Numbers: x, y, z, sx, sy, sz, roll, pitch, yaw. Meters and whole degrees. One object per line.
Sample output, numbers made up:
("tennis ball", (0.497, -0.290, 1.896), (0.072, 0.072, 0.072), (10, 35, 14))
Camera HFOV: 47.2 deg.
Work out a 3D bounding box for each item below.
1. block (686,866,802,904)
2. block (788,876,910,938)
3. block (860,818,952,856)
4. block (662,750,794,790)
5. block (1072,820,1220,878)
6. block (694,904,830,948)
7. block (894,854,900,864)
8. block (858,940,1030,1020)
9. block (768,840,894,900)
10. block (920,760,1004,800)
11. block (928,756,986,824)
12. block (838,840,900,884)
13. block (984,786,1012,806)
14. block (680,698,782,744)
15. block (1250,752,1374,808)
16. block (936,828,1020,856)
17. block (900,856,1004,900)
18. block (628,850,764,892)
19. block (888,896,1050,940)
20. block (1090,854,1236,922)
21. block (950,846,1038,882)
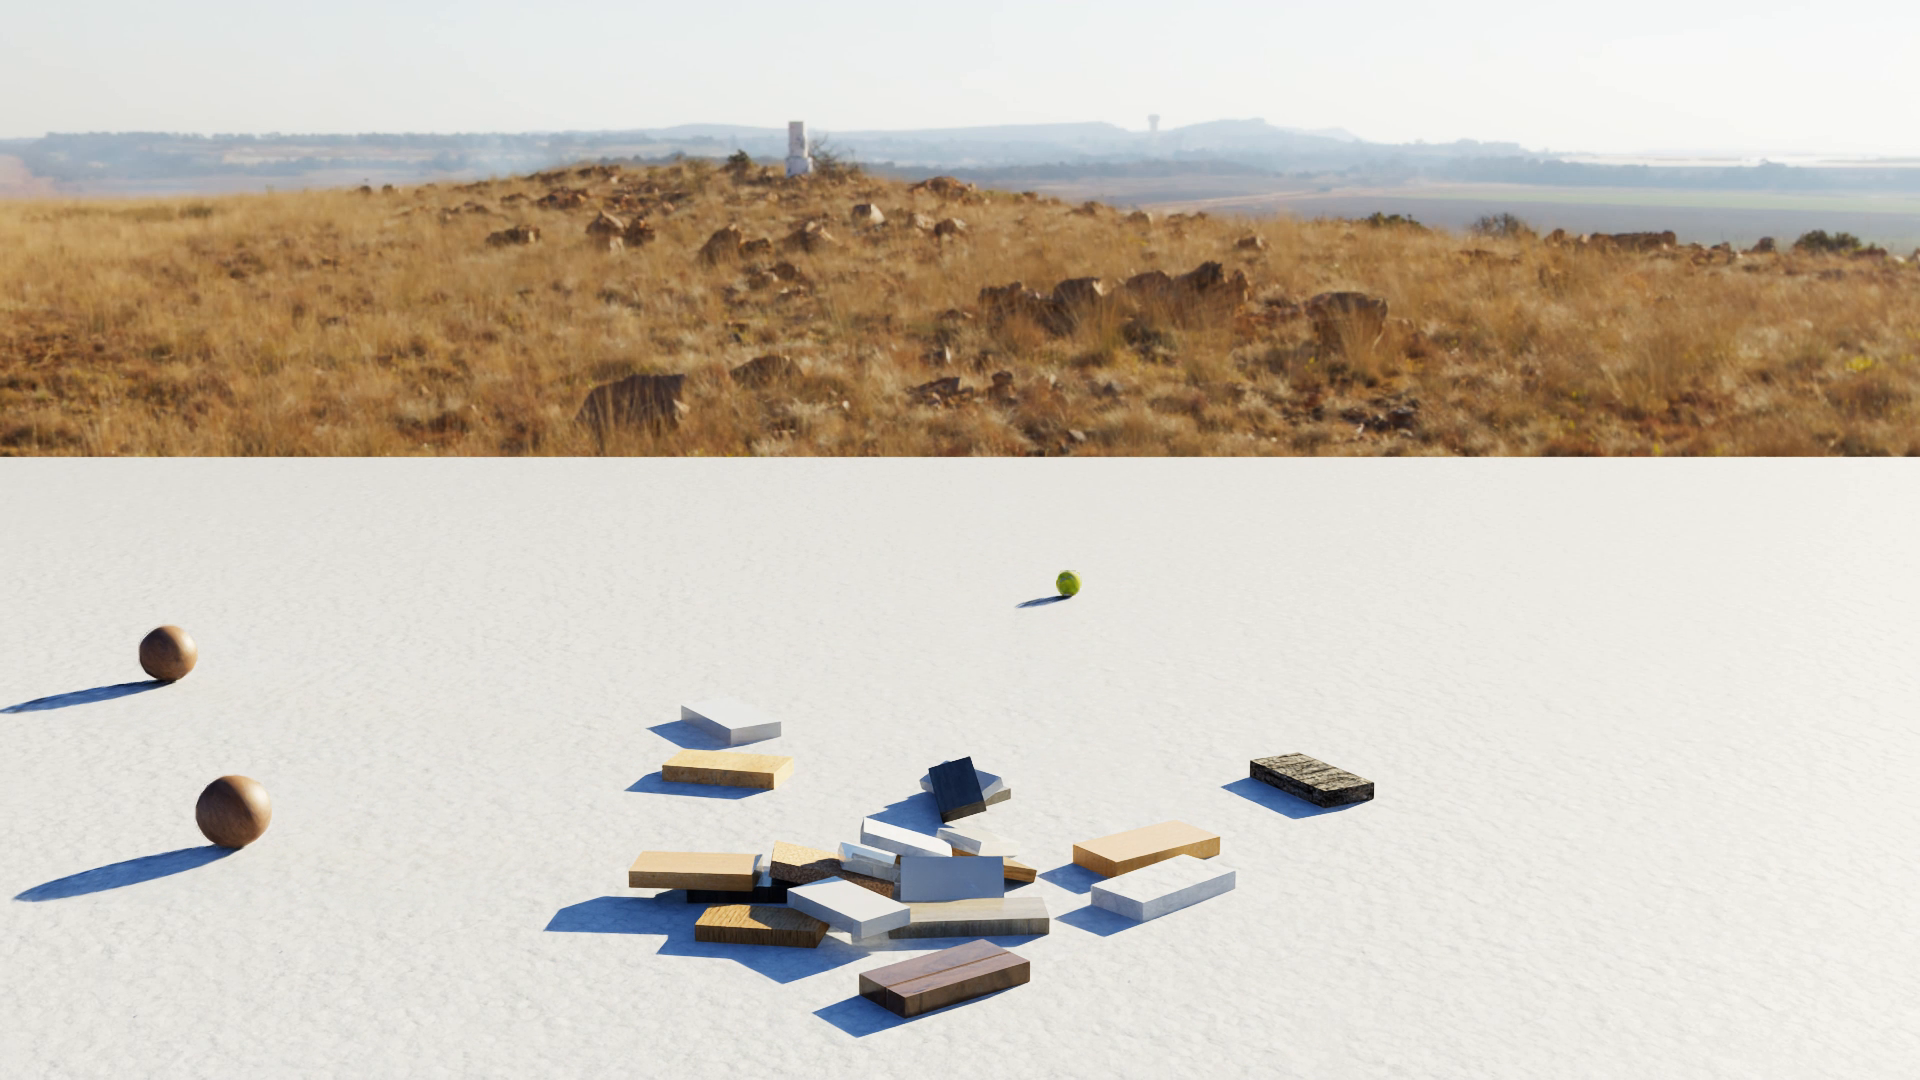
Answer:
("block", (-0.347, 0.575, 3.671), (0.205, 0.029, 0.103), (0, 11, 0))
("block", (-0.177, 0.581, 3.488), (0.097, 0.028, 0.194), (-9, 14, -39))
("block", (-0.091, 0.507, 3.683), (0.153, 0.022, 0.076), (17, 10, -5))
("block", (-0.456, 0.451, 4.330), (0.231, 0.033, 0.116), (3, 11, 14))
("block", (0.327, 0.541, 3.843), (0.237, 0.034, 0.118), (-8, 13, -35))
("block", (-0.312, 0.611, 3.483), (0.194, 0.028, 0.097), (2, 11, 9))
("block", (-0.026, 0.551, 3.685), (0.153, 0.022, 0.076), (20, 10, 14))
("block", (-0.022, 0.649, 3.261), (0.231, 0.033, 0.116), (-8, 13, -37))
("block", (-0.213, 0.552, 3.668), (0.205, 0.029, 0.103), (12, 10, -4))
("block", (0.002, 0.462, 4.175), (0.151, 0.021, 0.076), (12, 35, 45))
("block", (-0.006, 0.466, 4.114), (0.085, 0.024, 0.171), (-16, 24, -2))
("block", (-0.126, 0.544, 3.674), (0.153, 0.022, 0.076), (16, 10, -12))
("block", (0.017, 0.478, 4.213), (0.151, 0.021, 0.076), (10, 15, 44))
("block", (-0.489, 0.384, 4.685), (0.118, 0.034, 0.237), (-7, 12, -32))
("block", (0.680, 0.464, 4.258), (0.118, 0.034, 0.237), (-6, 12, -28))
("block", (0.032, 0.522, 3.805), (0.085, 0.024, 0.169), (14, -1, 26))
("block", (-0.013, 0.563, 3.613), (0.169, 0.024, 0.085), (0, 51, -1))
("block", (-0.437, 0.549, 3.650), (0.205, 0.029, 0.103), (1, 11, 5))
("block", (0.011, 0.604, 3.518), (0.254, 0.028, 0.097), (-1, 11, -5))
("block", (0.339, 0.576, 3.652), (0.231, 0.033, 0.116), (-10, 14, -42))
("block", (0.054, 0.551, 3.758), (0.076, 0.021, 0.151), (16, -1, -39))
